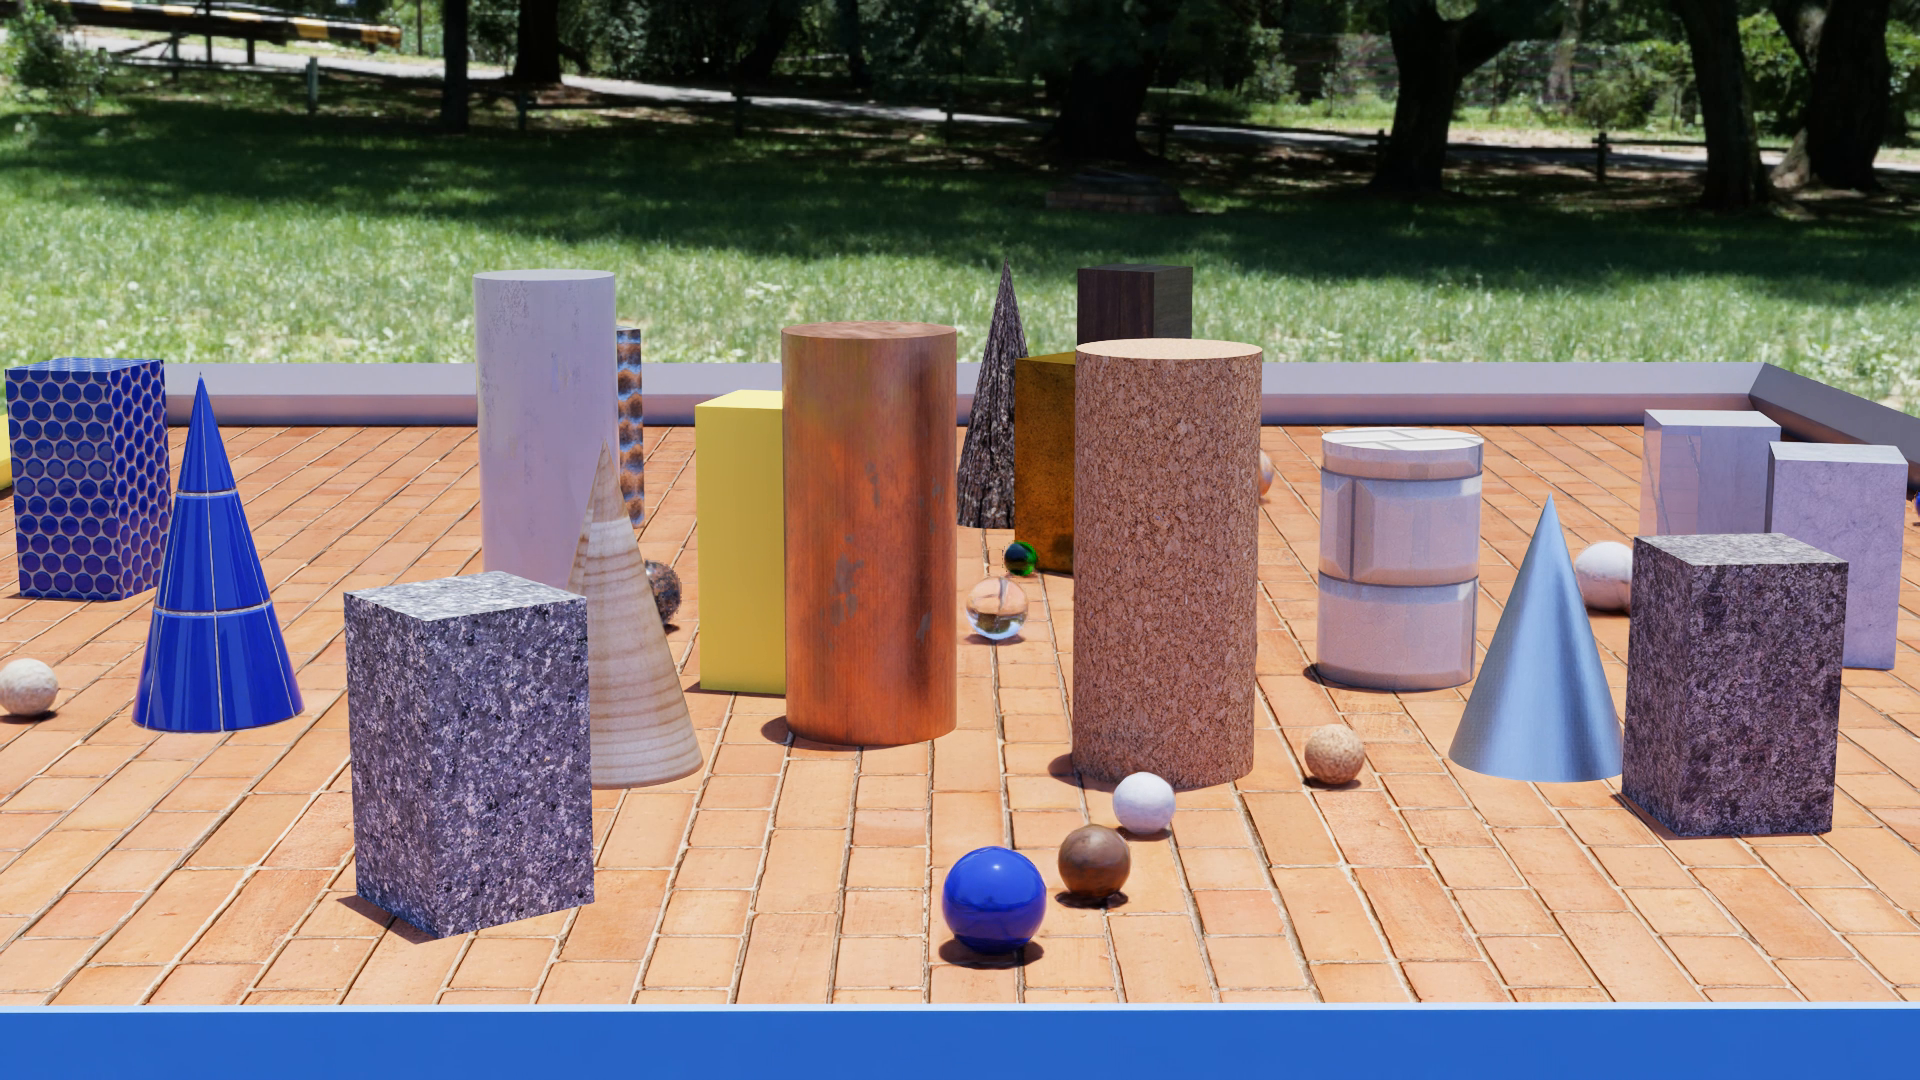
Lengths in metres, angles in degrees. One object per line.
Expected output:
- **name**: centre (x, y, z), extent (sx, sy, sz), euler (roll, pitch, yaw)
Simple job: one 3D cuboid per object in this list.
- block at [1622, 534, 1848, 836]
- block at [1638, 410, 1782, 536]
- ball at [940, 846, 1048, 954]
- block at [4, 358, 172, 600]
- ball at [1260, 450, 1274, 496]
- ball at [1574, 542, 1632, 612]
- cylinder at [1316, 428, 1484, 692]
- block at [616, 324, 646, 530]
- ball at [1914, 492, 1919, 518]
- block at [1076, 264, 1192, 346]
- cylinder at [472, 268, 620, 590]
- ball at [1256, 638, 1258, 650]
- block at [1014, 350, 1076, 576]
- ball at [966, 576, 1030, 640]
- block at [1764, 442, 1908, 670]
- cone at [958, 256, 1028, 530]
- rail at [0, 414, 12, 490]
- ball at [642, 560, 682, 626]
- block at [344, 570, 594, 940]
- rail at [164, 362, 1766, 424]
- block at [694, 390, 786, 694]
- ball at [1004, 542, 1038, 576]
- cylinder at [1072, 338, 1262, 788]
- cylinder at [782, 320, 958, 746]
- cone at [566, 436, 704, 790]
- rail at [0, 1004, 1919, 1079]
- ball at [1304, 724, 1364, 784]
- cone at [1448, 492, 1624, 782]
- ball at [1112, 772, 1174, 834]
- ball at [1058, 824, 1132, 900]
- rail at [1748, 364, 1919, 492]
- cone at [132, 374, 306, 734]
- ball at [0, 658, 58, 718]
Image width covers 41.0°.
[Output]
- **block**: centre (0.752, 0.138, 2.503), extent (0.152, 0.263, 0.152), euler (-1, 11, -6)
- **block**: centre (1.007, -0.037, 3.462), extent (0.152, 0.257, 0.152), euler (1, 11, 6)
- **ball**: centre (0.028, 0.298, 2.123), extent (0.088, 0.088, 0.088), euler (0, 11, 0)
- **block**: centre (-1.209, -0.088, 3.575), extent (0.152, 0.315, 0.152), euler (2, 11, 12)
- **ball**: centre (0.478, -0.112, 4.303), extent (0.095, 0.095, 0.095), euler (0, 11, 0)
- **ball**: centre (0.870, 0.049, 3.440), extent (0.095, 0.095, 0.095), euler (0, 11, 0)
- **cylinder**: centre (0.526, 0.020, 3.078), extent (0.190, 0.286, 0.190), euler (0, 11, 0)
- **block**: centre (-0.605, -0.178, 4.055), extent (0.152, 0.316, 0.152), euler (-7, 13, -35)
- **ball**: centre (1.554, -0.055, 4.086), extent (0.063, 0.063, 0.063), euler (0, 11, 0)
- **block**: centre (0.313, -0.306, 4.605), extent (0.152, 0.366, 0.152), euler (6, 12, 31)
- **cylinder**: centre (-0.561, -0.139, 3.498), extent (0.190, 0.444, 0.190), euler (0, 11, 0)
- **ball**: centre (0.317, 0.125, 3.077), extent (0.079, 0.079, 0.079), euler (0, 11, 0)
- **block**: centre (0.187, -0.113, 3.742), extent (0.152, 0.304, 0.152), euler (9, 14, 40)
- **ball**: centre (0.048, 0.087, 3.278), extent (0.081, 0.081, 0.081), euler (0, 11, 0)
- **block**: centre (1.082, 0.016, 3.188), extent (0.152, 0.252, 0.152), euler (3, 11, 14)
- **cone**: centre (0.074, -0.244, 4.107), extent (0.190, 0.426, 0.190), euler (0, 11, 0)
- **rail**: centre (-1.628, 0.034, 3.440), extent (0.045, 0.124, 3.616), euler (0, 11, 0)
- **ball**: centre (-0.407, 0.072, 3.329), extent (0.090, 0.090, 0.090), euler (0, 11, 0)
- **block**: centre (-0.428, 0.182, 2.239), extent (0.152, 0.274, 0.152), euler (-8, 14, -38)
- **rail**: centre (-0.010, -0.295, 5.203), extent (3.303, 0.124, 0.045), euler (0, 11, 0)
- **block**: centre (-0.213, 0.000, 3.043), extent (0.152, 0.336, 0.152), euler (3, 11, 15)
- **ball**: centre (0.087, 0.027, 3.685), extent (0.049, 0.049, 0.049), euler (0, 11, 0)
- **cylinder**: centre (0.213, 0.020, 2.659), extent (0.190, 0.438, 0.190), euler (0, 11, 0)
- **cylinder**: centre (-0.098, -0.011, 2.820), extent (0.190, 0.441, 0.190), euler (0, 11, 0)
- **cone**: centre (-0.364, 0.065, 2.663), extent (0.190, 0.349, 0.190), euler (0, 11, 0)
- **rail**: centre (0.010, 0.358, 1.695), extent (3.303, 0.124, 0.045), euler (0, 11, 0)
- **ball**: centre (0.383, 0.218, 2.623), extent (0.061, 0.061, 0.061), euler (0, 11, 0)
- **cone**: centre (0.614, 0.090, 2.695), extent (0.190, 0.288, 0.190), euler (0, 11, 0)
- **ball**: centre (0.175, 0.251, 2.451), extent (0.059, 0.059, 0.059), euler (0, 11, 0)
- **ball**: centre (0.118, 0.284, 2.260), extent (0.066, 0.066, 0.066), euler (0, 11, 0)
- **rail**: centre (1.628, 0.030, 3.459), extent (0.045, 0.124, 3.616), euler (0, 11, 0)
- **cone**: centre (-0.841, 0.004, 2.874), extent (0.190, 0.390, 0.190), euler (0, 11, 0)
- **ball**: centre (-1.050, 0.167, 2.887), extent (0.066, 0.066, 0.066), euler (0, 11, 0)
